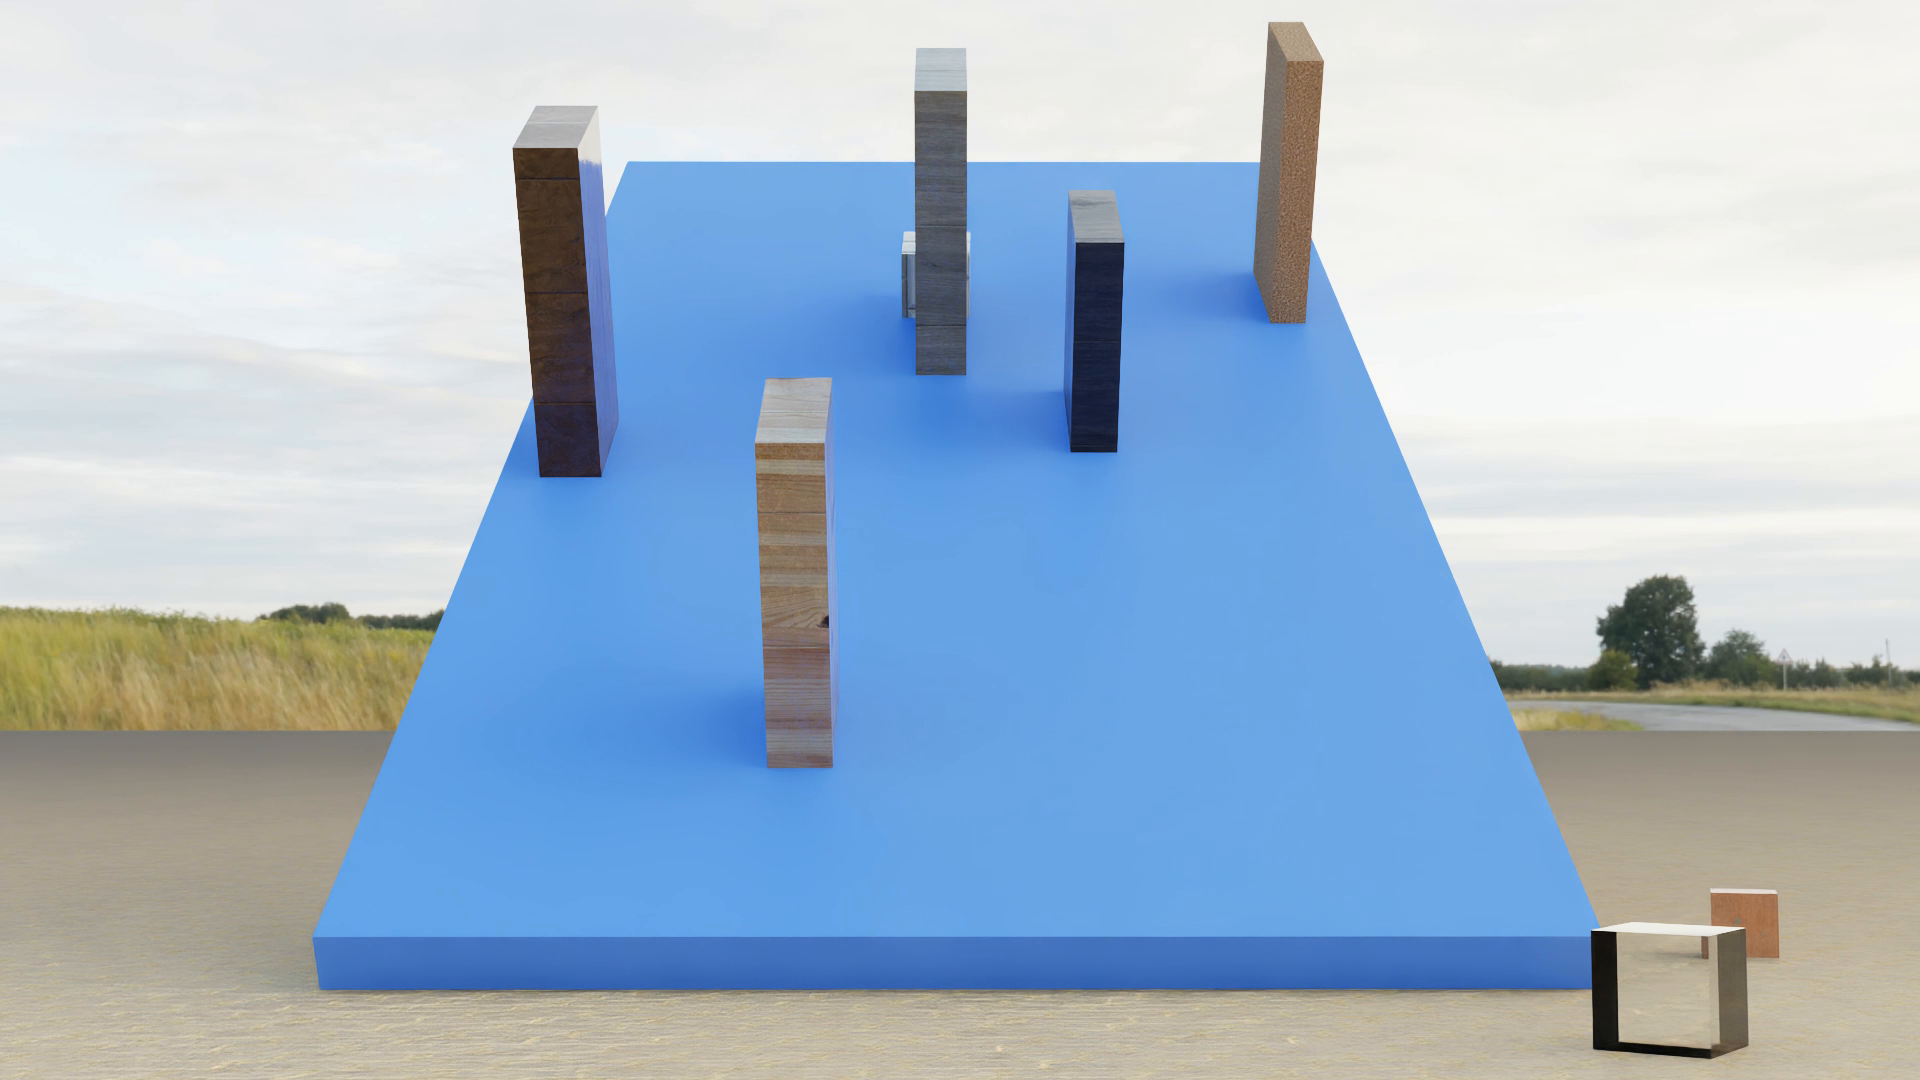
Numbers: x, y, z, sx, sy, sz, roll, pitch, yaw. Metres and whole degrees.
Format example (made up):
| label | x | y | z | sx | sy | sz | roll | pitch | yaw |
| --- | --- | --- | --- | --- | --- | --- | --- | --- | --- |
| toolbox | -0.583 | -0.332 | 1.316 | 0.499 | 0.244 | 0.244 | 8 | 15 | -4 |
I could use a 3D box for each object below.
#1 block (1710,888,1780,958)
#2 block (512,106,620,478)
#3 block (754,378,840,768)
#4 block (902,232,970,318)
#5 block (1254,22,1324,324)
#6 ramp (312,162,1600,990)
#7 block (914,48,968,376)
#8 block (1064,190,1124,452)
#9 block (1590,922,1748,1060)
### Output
| label | x | y | z | sx | sy | sz | roll | pitch | yaw |
| --- | --- | --- | --- | --- | --- | --- | --- | --- | --- |
| block | 1.417 | 0.691 | 4.265 | 0.113 | 0.113 | 0.113 | -1 | -5 | 17 |
| block | -0.852 | -0.540 | 5.144 | 0.135 | 0.743 | 0.312 | 0 | 26 | 0 |
| block | -0.277 | 0.058 | 4.083 | 0.113 | 0.616 | 0.278 | 0 | 26 | 0 |
| block | -0.060 | -0.683 | 6.082 | 0.172 | 0.172 | 0.172 | 1 | 26 | 1 |
| block | 0.836 | -0.941 | 6.039 | 0.089 | 0.678 | 0.385 | 0 | 26 | 0 |
| ramp | -0.010 | -0.228 | 5.470 | 2.000 | 0.100 | 4.000 | 0 | 26 | 0 |
| block | -0.046 | -0.796 | 5.716 | 0.121 | 0.700 | 0.381 | 0 | 26 | 0 |
| block | 0.300 | -0.499 | 5.347 | 0.105 | 0.495 | 0.364 | 0 | 26 | 0 |
| block | 0.914 | 0.577 | 3.038 | 0.151 | 0.151 | 0.151 | -3 | -5 | 35 |
